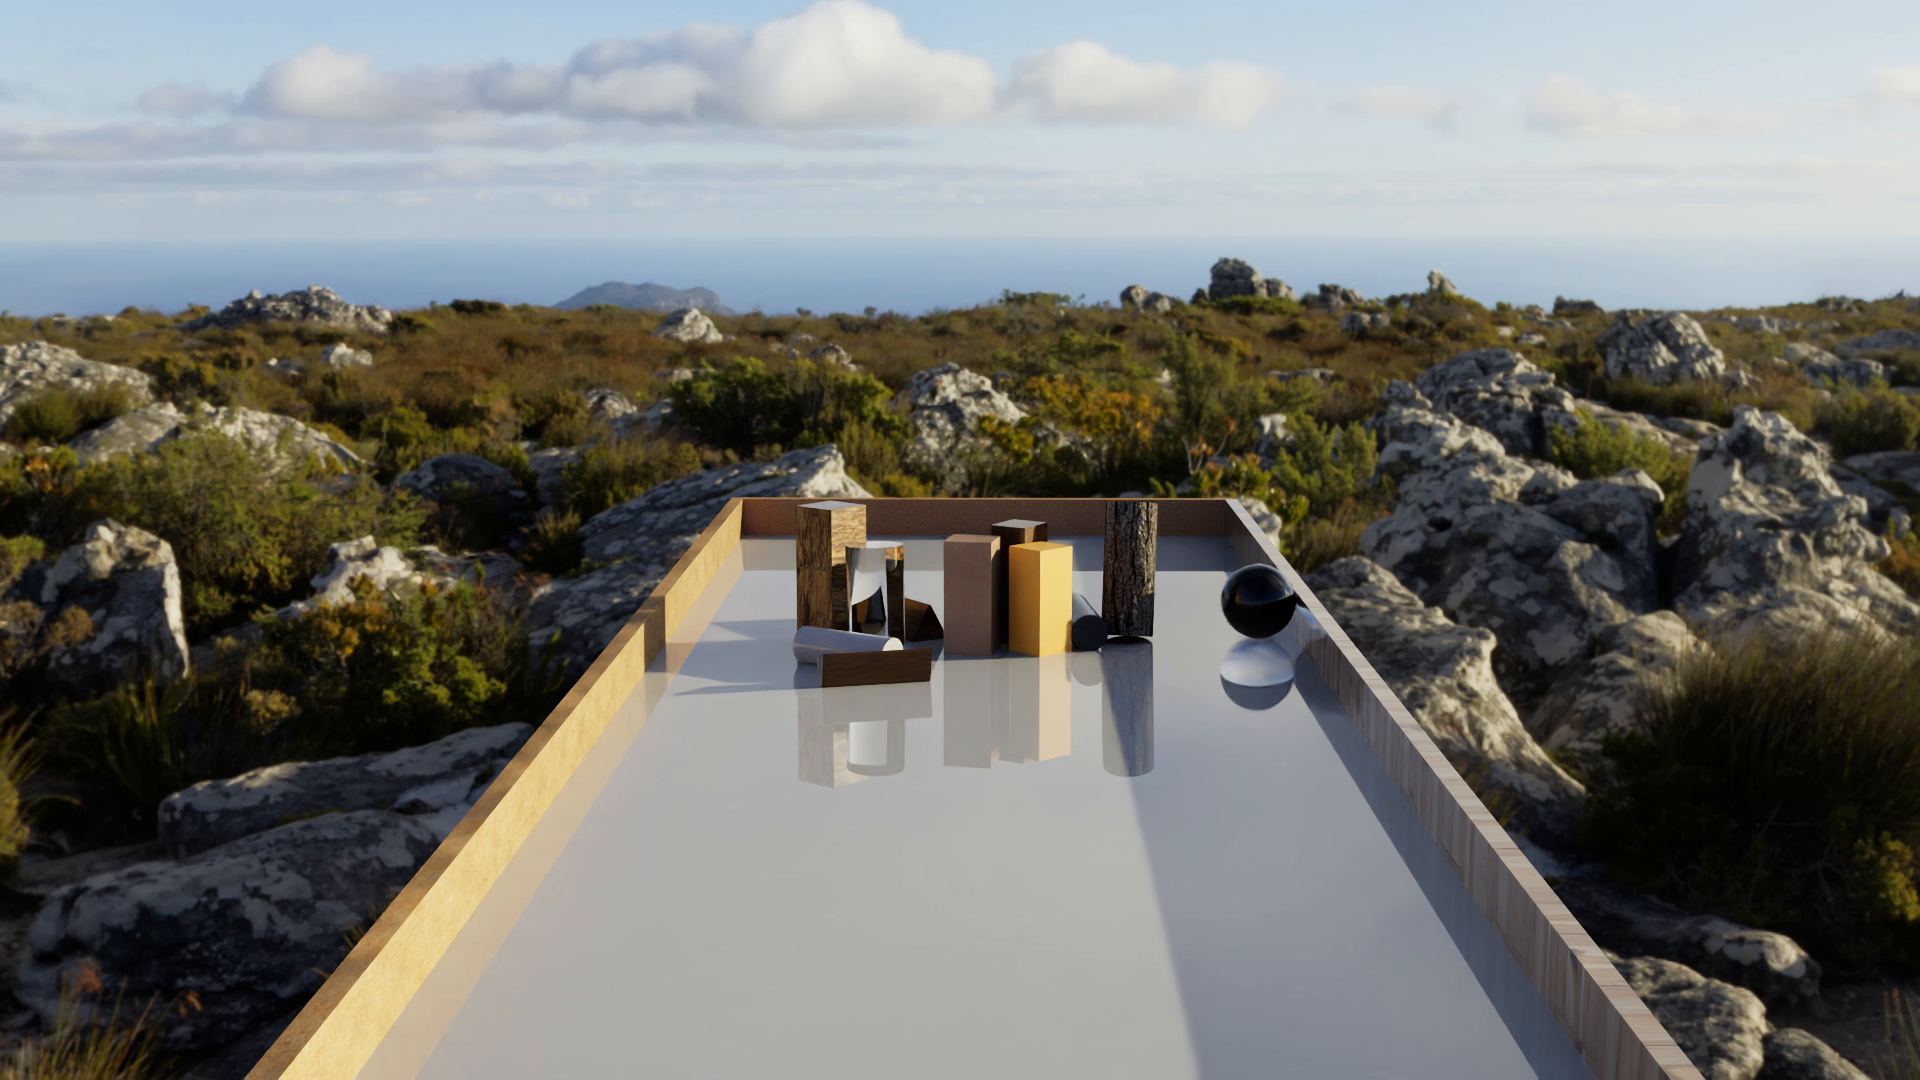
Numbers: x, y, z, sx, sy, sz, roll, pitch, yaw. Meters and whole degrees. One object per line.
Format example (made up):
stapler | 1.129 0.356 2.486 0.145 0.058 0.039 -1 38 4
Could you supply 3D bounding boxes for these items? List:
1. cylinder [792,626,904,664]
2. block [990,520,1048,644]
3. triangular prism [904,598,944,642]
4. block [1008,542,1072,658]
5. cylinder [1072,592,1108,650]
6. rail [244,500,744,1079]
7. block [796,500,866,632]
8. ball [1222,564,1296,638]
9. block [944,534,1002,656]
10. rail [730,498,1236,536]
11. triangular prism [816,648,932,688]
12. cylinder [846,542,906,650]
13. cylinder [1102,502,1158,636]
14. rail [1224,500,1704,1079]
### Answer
cylinder | -0.336 0.329 6.577 0.330 0.111 0.111 6 11 34
block | 0.189 0.134 6.949 0.128 0.377 0.128 6 12 35
triangular prism | -0.225 0.231 7.177 0.128 0.111 0.458 -6 11 -34
block | 0.249 0.181 6.812 0.138 0.329 0.138 -8 12 -42
cylinder | 0.386 0.258 7.022 0.112 0.112 0.402 -1 9 -5
rail | -1.004 0.839 3.234 0.050 0.150 12.000 0 9 1
block | -0.404 0.109 6.908 0.155 0.441 0.155 8 12 40
ball | 0.953 0.195 7.025 0.236 0.236 0.236 0 9 0
block | 0.039 0.170 6.810 0.149 0.353 0.149 2 9 12
rail | 0.099 -0.098 9.147 2.100 0.150 0.050 0 9 1
triangular prism | -0.244 0.349 6.365 0.322 0.090 0.104 -2 53 -15
cylinder | -0.257 0.185 6.712 0.179 0.345 0.179 -1 7 0
cylinder | 0.539 0.093 6.995 0.165 0.422 0.165 2 -2 0
rail | 1.046 0.843 3.208 0.050 0.150 12.000 0 9 1
